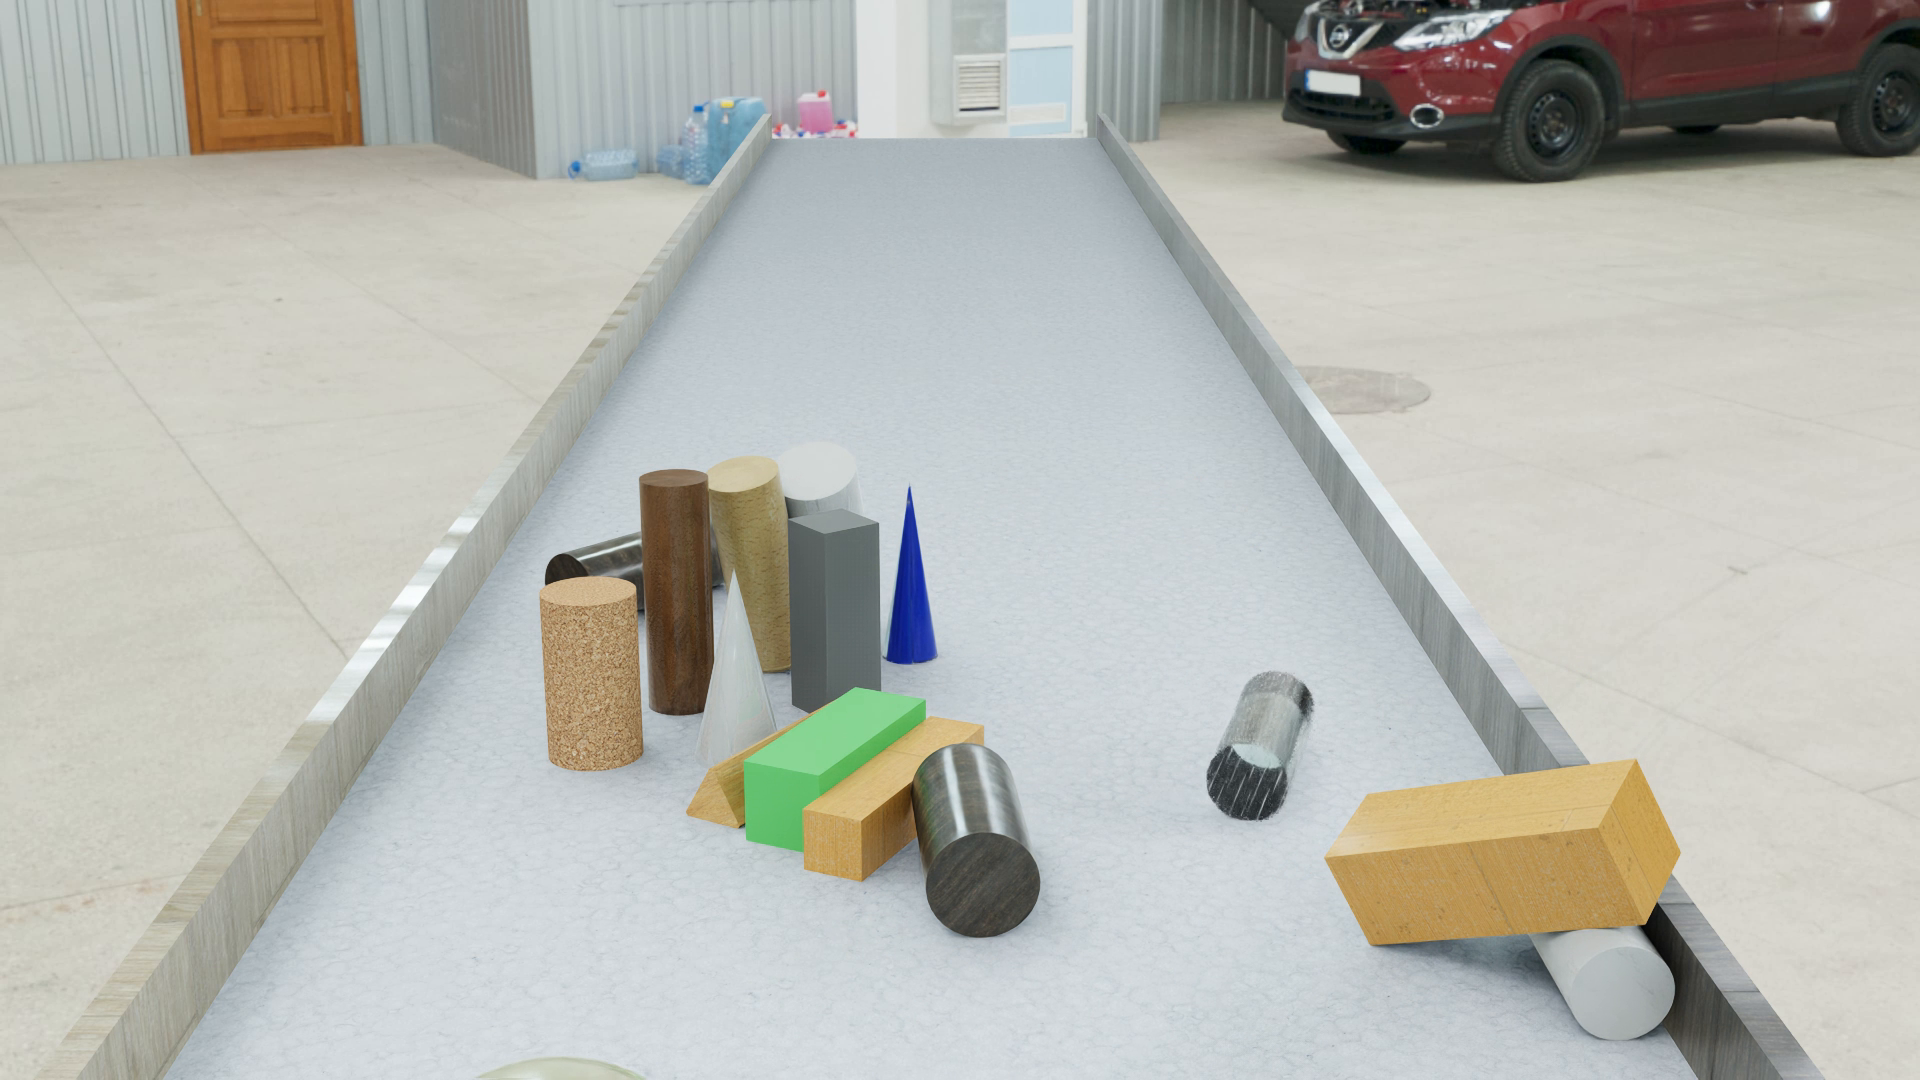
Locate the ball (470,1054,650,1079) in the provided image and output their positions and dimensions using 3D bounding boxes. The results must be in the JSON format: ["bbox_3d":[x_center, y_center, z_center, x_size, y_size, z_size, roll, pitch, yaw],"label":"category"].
[{"bbox_3d":[-0.408,0.706,2.207,0.368,0.368,0.368,0,17,0],"label":"ball"}]

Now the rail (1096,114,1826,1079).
[{"bbox_3d":[0.932,-0.844,7.801,0.050,0.150,12.000,0,17,-1],"label":"rail"}]

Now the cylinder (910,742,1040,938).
[{"bbox_3d":[0.019,0.457,3.394,0.169,0.169,0.351,-1,17,-5],"label":"cylinder"}]

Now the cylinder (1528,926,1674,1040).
[{"bbox_3d":[0.884,0.548,3.136,0.140,0.140,0.409,0,17,-1],"label":"cylinder"}]

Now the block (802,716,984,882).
[{"bbox_3d":[-0.102,0.420,3.633,0.104,0.104,0.448,8,18,25],"label":"block"}]

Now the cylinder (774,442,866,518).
[{"bbox_3d":[-0.270,0.006,4.450,0.172,0.396,0.172,-4,44,4],"label":"cylinder"}]

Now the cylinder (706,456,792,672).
[{"bbox_3d":[-0.393,0.049,4.303,0.146,0.409,0.146,-6,29,4],"label":"cylinder"}]

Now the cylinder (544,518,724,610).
[{"bbox_3d":[-0.679,0.062,4.733,0.161,0.161,0.414,14,21,38],"label":"cylinder"}]

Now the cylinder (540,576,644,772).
[{"bbox_3d":[-0.652,0.236,3.897,0.168,0.306,0.168,0,17,0],"label":"cylinder"}]

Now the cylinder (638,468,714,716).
[{"bbox_3d":[-0.528,0.098,4.118,0.128,0.444,0.128,0,17,0],"label":"cylinder"}]

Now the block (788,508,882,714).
[{"bbox_3d":[-0.234,0.140,4.112,0.122,0.367,0.122,-12,21,-36],"label":"block"}]

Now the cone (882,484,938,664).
[{"bbox_3d":[-0.100,0.058,4.392,0.113,0.363,0.113,0,16,0],"label":"cone"}]

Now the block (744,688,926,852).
[{"bbox_3d":[-0.204,0.383,3.696,0.139,0.139,0.378,8,18,25],"label":"block"}]

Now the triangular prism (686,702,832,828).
[{"bbox_3d":[-0.304,0.370,3.808,0.108,0.094,0.415,10,19,29],"label":"triangular prism"}]

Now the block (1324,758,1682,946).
[{"bbox_3d":[0.762,0.446,3.112,0.439,0.159,0.159,-15,20,43],"label":"block"}]

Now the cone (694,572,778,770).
[{"bbox_3d":[-0.394,0.216,3.881,0.161,0.352,0.161,0,17,0],"label":"cone"}]

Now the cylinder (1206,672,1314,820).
[{"bbox_3d":[0.523,0.351,3.805,0.137,0.137,0.365,5,17,15],"label":"cylinder"}]

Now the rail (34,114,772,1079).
[{"bbox_3d":[-1.118,-0.838,7.780,0.050,0.150,12.000,0,17,-1],"label":"rail"}]
